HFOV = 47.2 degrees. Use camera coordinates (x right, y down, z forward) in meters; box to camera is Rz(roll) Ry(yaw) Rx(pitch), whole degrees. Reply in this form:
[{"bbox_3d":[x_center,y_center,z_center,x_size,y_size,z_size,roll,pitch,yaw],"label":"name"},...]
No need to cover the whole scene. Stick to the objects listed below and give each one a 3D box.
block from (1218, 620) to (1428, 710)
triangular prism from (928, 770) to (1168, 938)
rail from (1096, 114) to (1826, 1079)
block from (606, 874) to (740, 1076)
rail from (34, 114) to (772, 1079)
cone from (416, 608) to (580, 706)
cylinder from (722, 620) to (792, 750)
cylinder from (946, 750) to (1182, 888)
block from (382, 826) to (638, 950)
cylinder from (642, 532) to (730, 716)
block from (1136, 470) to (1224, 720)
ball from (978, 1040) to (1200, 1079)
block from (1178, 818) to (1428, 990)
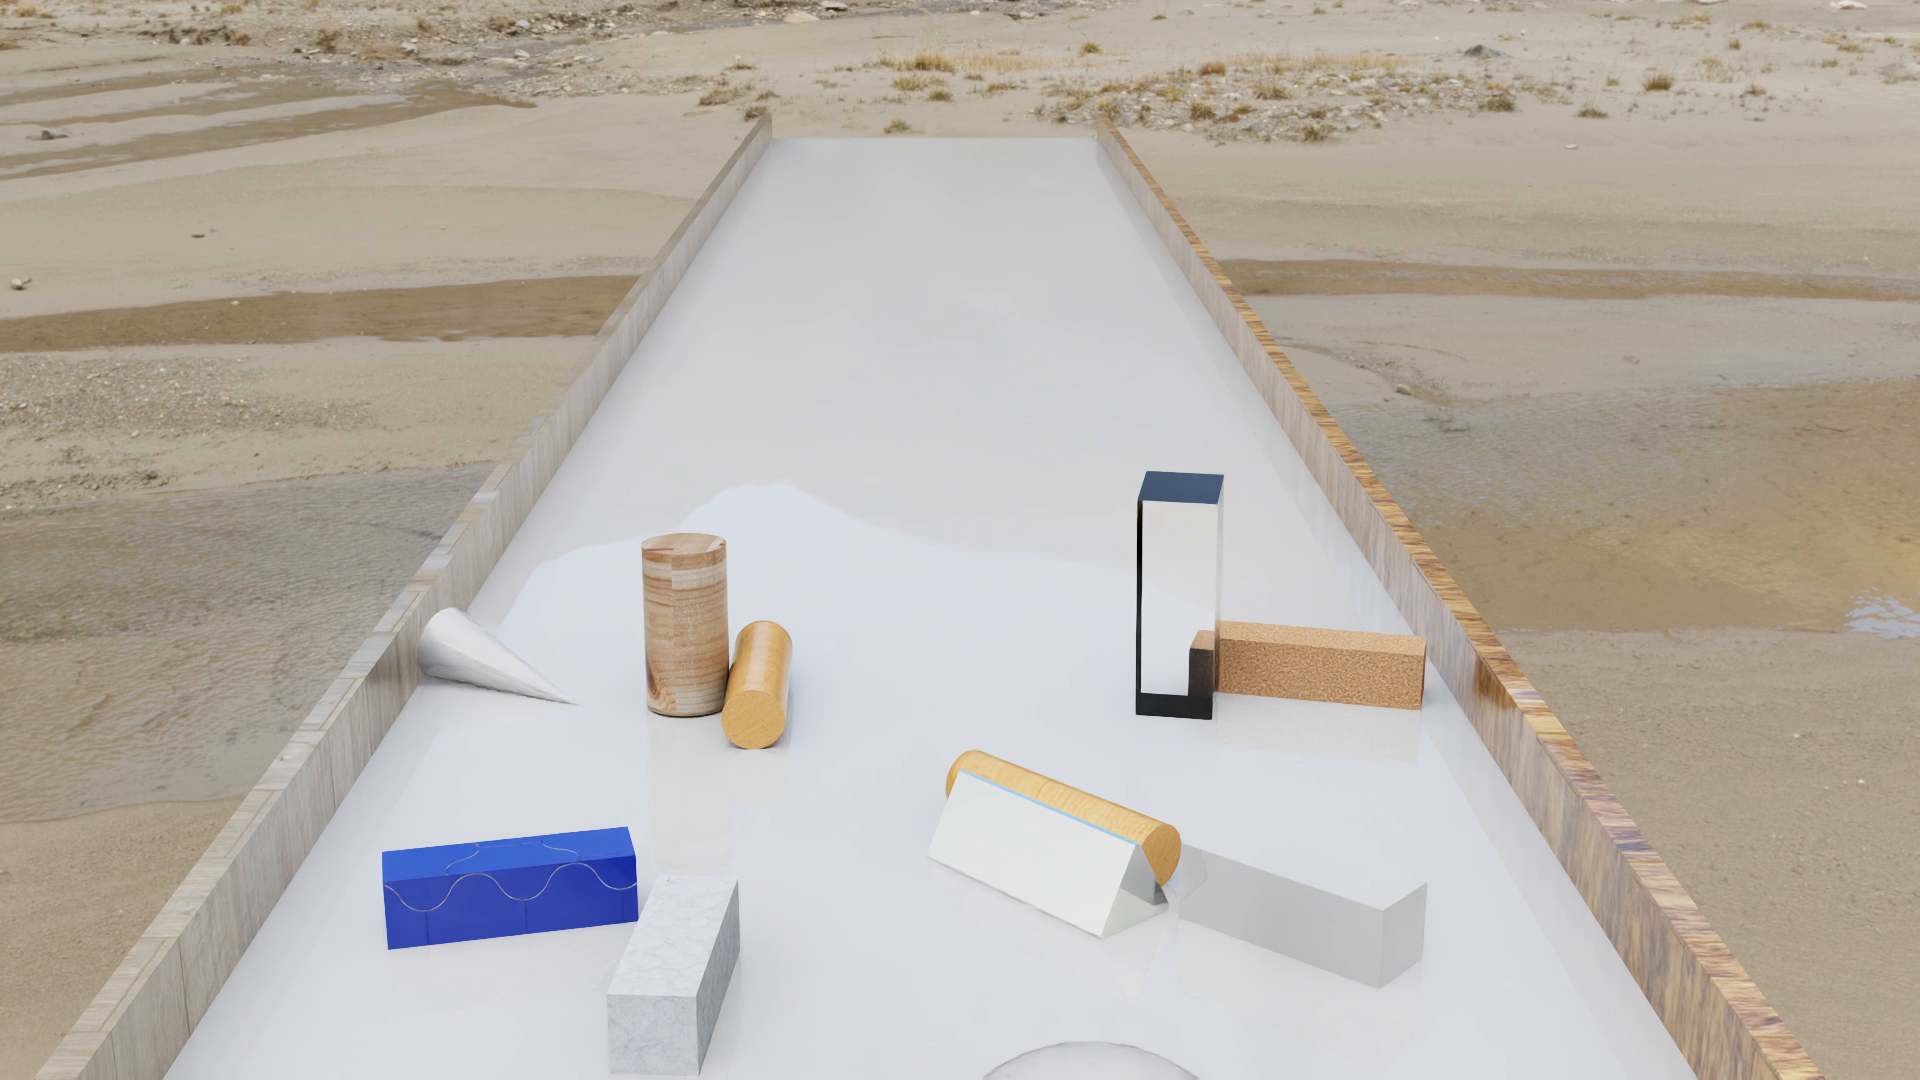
[{"bbox_3d":[0.670,0.238,4.234,0.436,0.110,0.110,4,17,14],"label":"block"},{"bbox_3d":[0.132,0.471,3.407,0.149,0.129,0.386,-15,22,-40],"label":"triangular prism"},{"bbox_3d":[0.932,-0.844,7.801,0.050,0.150,12.000,0,17,-1],"label":"rail"},{"bbox_3d":[-0.389,0.593,3.029,0.117,0.117,0.358,1,17,3],"label":"block"},{"bbox_3d":[-1.118,-0.838,7.780,0.050,0.150,12.000,0,17,-1],"label":"rail"},{"bbox_3d":[-0.866,0.257,4.242,0.355,0.141,0.141,21,24,25],"label":"cone"},{"bbox_3d":[-0.378,0.267,4.129,0.114,0.114,0.389,-1,17,-2],"label":"cylinder"},{"bbox_3d":[0.161,0.446,3.542,0.106,0.106,0.424,-15,22,-41],"label":"cylinder"},{"bbox_3d":[-0.673,0.519,3.292,0.365,0.108,0.108,-4,17,-14],"label":"block"},{"bbox_3d":[-0.515,0.158,4.140,0.158,0.313,0.158,0,15,0],"label":"cylinder"},{"bbox_3d":[0.408,0.104,4.088,0.144,0.436,0.144,3,24,11],"label":"block"},{"bbox_3d":[0.131,0.691,2.200,0.370,0.370,0.370,0,17,0],"label":"ball"},{"bbox_3d":[0.500,0.529,3.233,0.345,0.122,0.122,14,22,39],"label":"block"}]
